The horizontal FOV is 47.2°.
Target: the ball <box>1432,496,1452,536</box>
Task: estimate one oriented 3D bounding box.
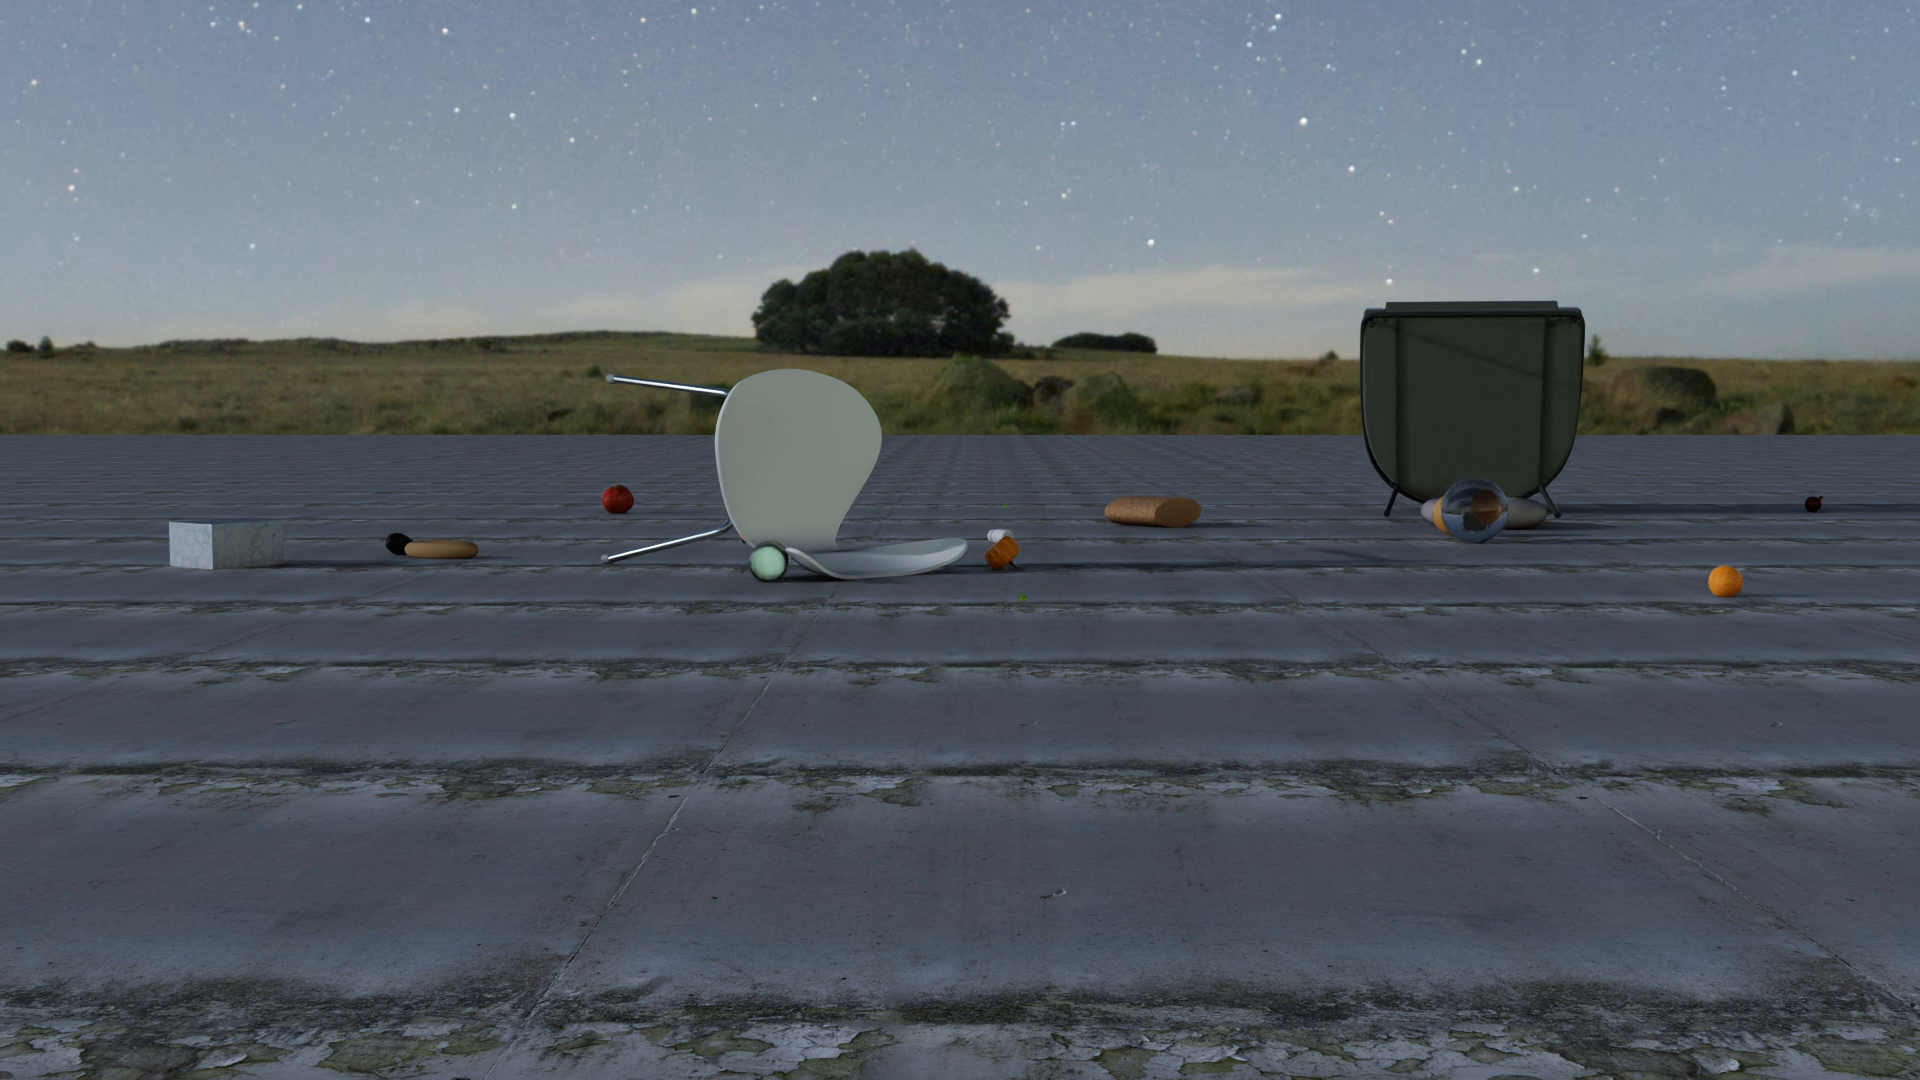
[{"bbox_3d":[1.510,-0.078,6.715,0.133,0.133,0.133,0,4,0],"label":"ball"}]

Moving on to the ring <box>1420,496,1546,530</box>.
[{"bbox_3d":[1.714,-0.091,7.211,0.354,0.092,0.490,-2,4,-22],"label":"ring"}]

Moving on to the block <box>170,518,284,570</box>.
[{"bbox_3d":[-1.872,0.008,5.614,0.173,0.112,0.213,3,5,35],"label":"block"}]

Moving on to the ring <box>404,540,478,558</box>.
[{"bbox_3d":[-1.380,0.026,5.850,0.221,0.045,0.089,1,5,19],"label":"ring"}]

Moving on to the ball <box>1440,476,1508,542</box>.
[{"bbox_3d":[1.501,-0.088,6.416,0.193,0.193,0.193,0,4,0],"label":"ball"}]

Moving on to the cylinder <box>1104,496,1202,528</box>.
[{"bbox_3d":[0.635,-0.095,7.238,0.235,0.094,0.217,-7,8,-43],"label":"cylinder"}]
